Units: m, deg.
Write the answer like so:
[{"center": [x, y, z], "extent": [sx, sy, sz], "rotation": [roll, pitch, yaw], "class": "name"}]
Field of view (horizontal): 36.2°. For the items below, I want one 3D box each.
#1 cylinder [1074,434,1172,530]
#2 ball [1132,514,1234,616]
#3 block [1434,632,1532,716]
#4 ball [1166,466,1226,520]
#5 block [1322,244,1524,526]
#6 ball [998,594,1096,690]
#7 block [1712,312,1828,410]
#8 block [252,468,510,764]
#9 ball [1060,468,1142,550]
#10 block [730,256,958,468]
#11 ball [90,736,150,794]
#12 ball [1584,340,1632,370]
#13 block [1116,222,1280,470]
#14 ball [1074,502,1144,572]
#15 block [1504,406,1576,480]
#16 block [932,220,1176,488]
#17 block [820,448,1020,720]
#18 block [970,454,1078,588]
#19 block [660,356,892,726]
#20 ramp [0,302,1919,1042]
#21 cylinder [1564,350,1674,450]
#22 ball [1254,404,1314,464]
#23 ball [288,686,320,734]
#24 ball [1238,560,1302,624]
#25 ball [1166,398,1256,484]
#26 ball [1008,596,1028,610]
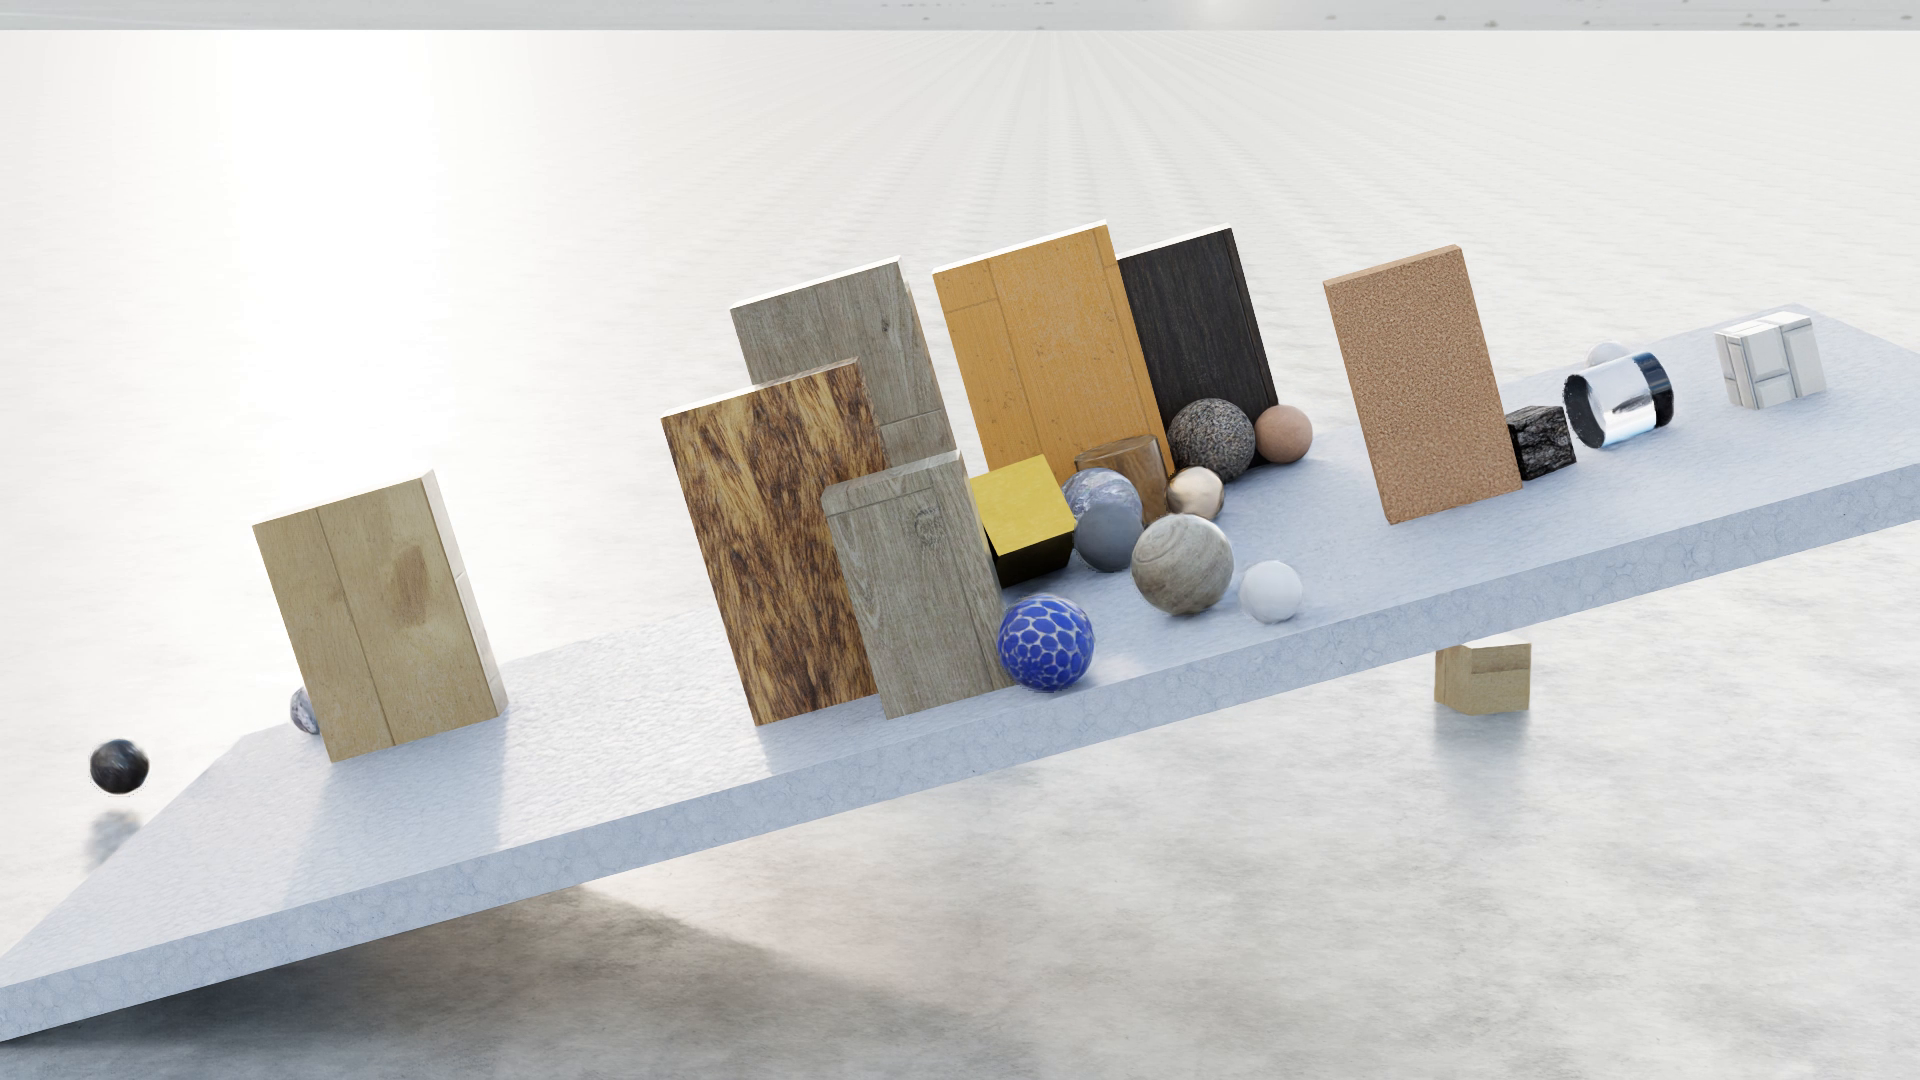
[{"center": [0.379, -0.116, 6.673], "extent": [0.196, 0.196, 0.196], "rotation": [-16, 10, 3], "class": "cylinder"}, {"center": [0.429, 0.047, 5.665], "extent": [0.197, 0.197, 0.197], "rotation": [0, 11, 0], "class": "ball"}, {"center": [1.448, 0.366, 8.150], "extent": [0.189, 0.189, 0.189], "rotation": [-4, 11, -22], "class": "block"}, {"center": [0.522, -0.098, 6.528], "extent": [0.131, 0.131, 0.131], "rotation": [0, 11, 0], "class": "ball"}, {"center": [0.936, -0.315, 5.951], "extent": [0.276, 0.504, 0.105], "rotation": [-16, 10, 5], "class": "block"}, {"center": [0.158, 0.187, 5.381], "extent": [0.179, 0.179, 0.179], "rotation": [0, 11, 0], "class": "ball"}, {"center": [1.677, -0.372, 6.092], "extent": [0.155, 0.155, 0.155], "rotation": [-17, 10, -3], "class": "block"}, {"center": [-1.322, 0.173, 6.729], "extent": [0.405, 0.575, 0.132], "rotation": [-16, 10, 5], "class": "block"}, {"center": [0.304, -0.063, 6.500], "extent": [0.195, 0.195, 0.195], "rotation": [0, 11, 0], "class": "ball"}, {"center": [-0.196, -0.178, 6.253], "extent": [0.366, 0.773, 0.138], "rotation": [-16, 10, 5], "class": "block"}, {"center": [-2.054, 0.552, 7.189], "extent": [0.142, 0.142, 0.142], "rotation": [0, 11, 0], "class": "ball"}, {"center": [1.475, -0.395, 6.672], "extent": [0.115, 0.115, 0.115], "rotation": [0, 11, 0], "class": "ball"}, {"center": [0.517, -0.425, 7.073], "extent": [0.425, 0.570, 0.145], "rotation": [-16, 10, 5], "class": "block"}, {"center": [0.320, -0.007, 6.296], "extent": [0.149, 0.149, 0.149], "rotation": [0, 11, 0], "class": "ball"}, {"center": [1.172, -0.200, 6.055], "extent": [0.121, 0.121, 0.121], "rotation": [-20, 10, -20], "class": "block"}, {"center": [0.230, -0.352, 6.805], "extent": [0.413, 0.681, 0.141], "rotation": [-16, 10, 5], "class": "block"}, {"center": [-0.068, 0.083, 5.559], "extent": [0.267, 0.440, 0.137], "rotation": [-16, 10, 5], "class": "block"}, {"center": [0.121, -0.035, 6.432], "extent": [0.192, 0.192, 0.192], "rotation": [-19, -22, -15], "class": "block"}, {"center": [-0.301, 0.003, 5.798], "extent": [0.397, 0.641, 0.111], "rotation": [-16, 10, 5], "class": "block"}, {"center": [0.088, 0.188, 6.322], "extent": [4.000, 0.100, 2.000], "rotation": [-16, 10, 5], "class": "ramp"}, {"center": [1.370, -0.291, 6.118], "extent": [0.164, 0.164, 0.164], "rotation": [-19, 15, -14], "class": "cylinder"}, {"center": [0.764, -0.250, 6.952], "extent": [0.142, 0.142, 0.142], "rotation": [0, 11, 0], "class": "ball"}, {"center": [-1.565, 0.408, 7.142], "extent": [0.126, 0.126, 0.126], "rotation": [0, 11, 0], "class": "ball"}, {"center": [0.570, 0.096, 5.395], "extent": [0.117, 0.117, 0.117], "rotation": [0, 11, 0], "class": "ball"}, {"center": [0.591, -0.230, 6.927], "extent": [0.209, 0.209, 0.209], "rotation": [0, 11, 0], "class": "ball"}, {"center": [0.140, 0.167, 5.704], "extent": [0.117, 0.117, 0.117], "rotation": [0, 11, 0], "class": "ball"}]
